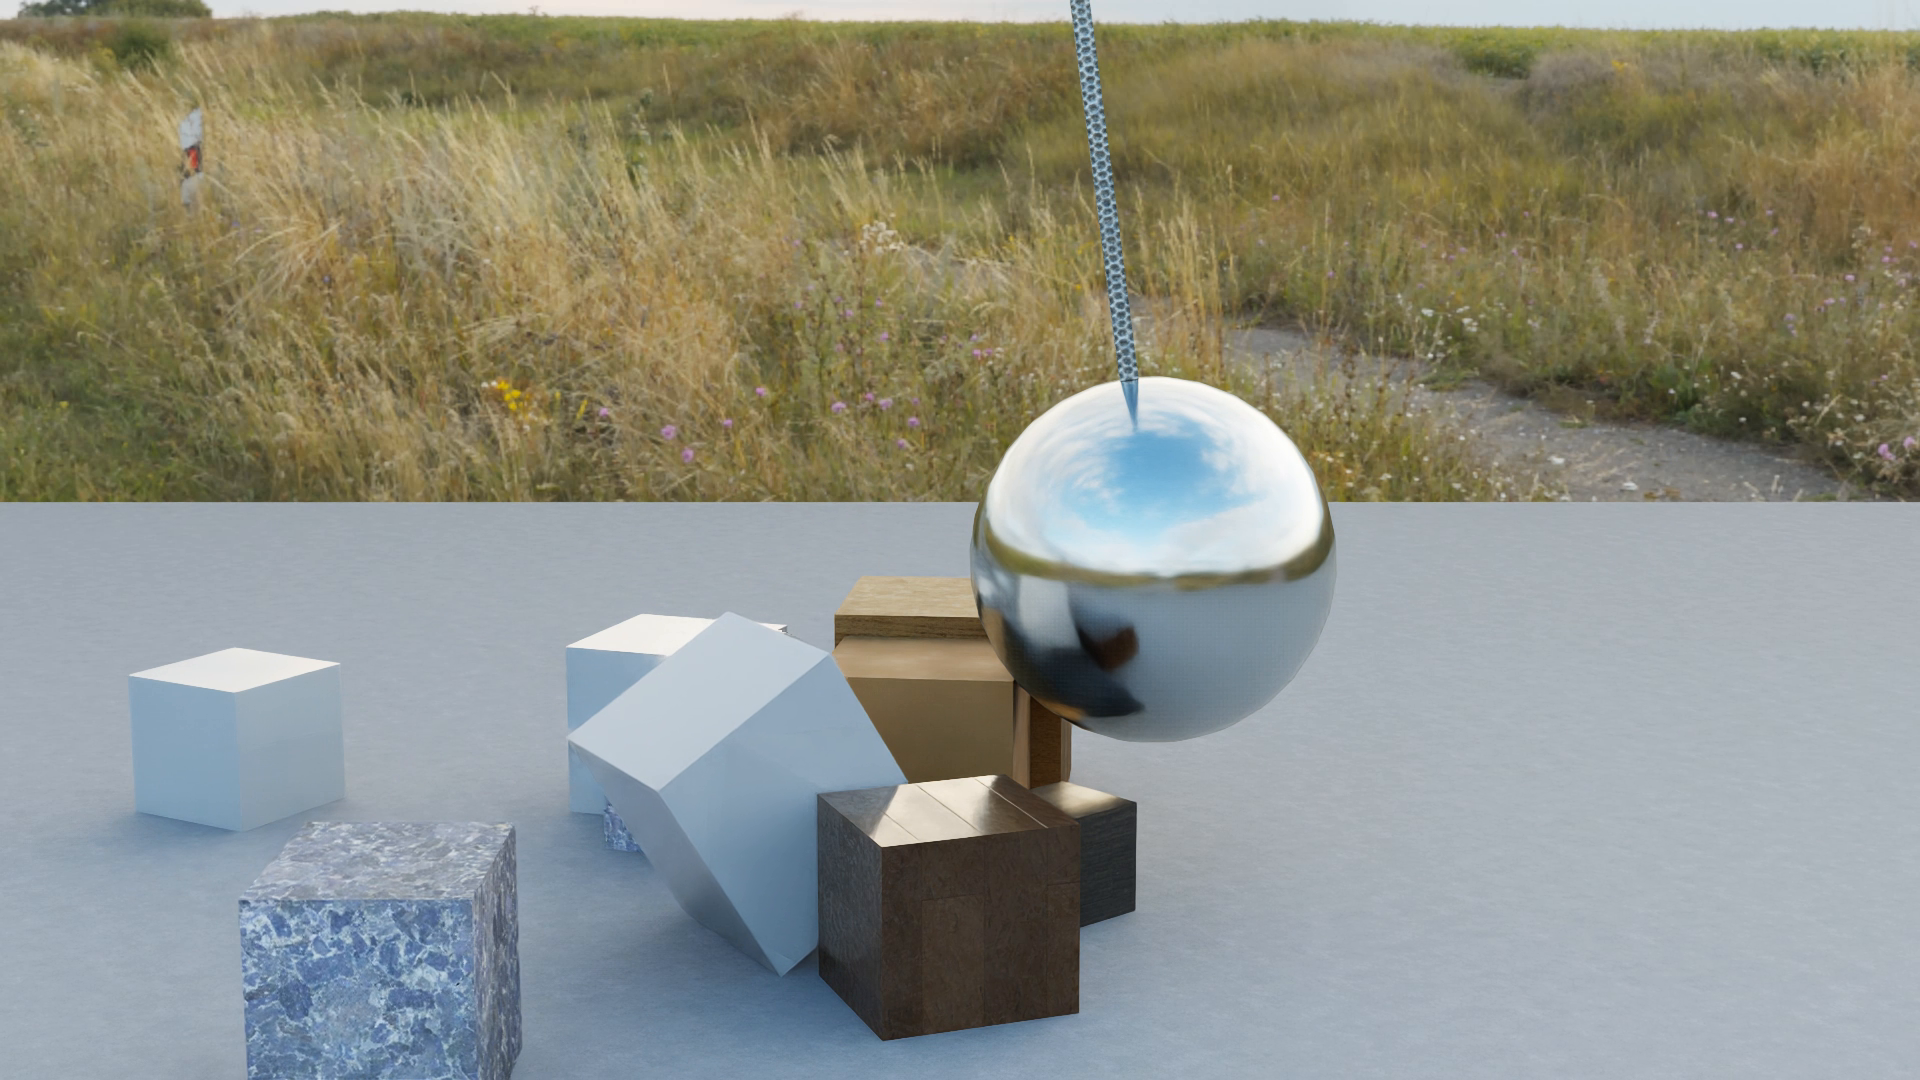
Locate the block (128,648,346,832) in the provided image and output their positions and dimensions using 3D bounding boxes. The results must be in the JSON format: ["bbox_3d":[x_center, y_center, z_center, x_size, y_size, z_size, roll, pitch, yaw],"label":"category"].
[{"bbox_3d":[-3.499,0.954,12.439,0.706,0.672,0.693,6,12,29],"label":"block"}]

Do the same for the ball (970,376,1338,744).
[{"bbox_3d":[0.840,0.085,11.196,1.600,1.600,1.600,0,10,0],"label":"ball"}]

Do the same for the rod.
[{"bbox_3d":[0.364,-3.227,10.594,0.080,5.200,0.080,-8,10,1],"label":"rod"}]

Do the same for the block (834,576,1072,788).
[{"bbox_3d":[-0.012,0.759,12.650,1.079,0.981,0.954,1,10,5],"label":"block"}]

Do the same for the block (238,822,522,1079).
[{"bbox_3d":[-1.973,1.513,8.856,0.757,0.855,0.879,0,10,0],"label":"block"}]

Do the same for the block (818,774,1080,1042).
[{"bbox_3d":[-0.053,1.390,9.851,0.789,0.741,0.750,-4,11,-21],"label":"block"}]

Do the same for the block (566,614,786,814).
[{"bbox_3d":[-1.369,0.865,12.536,0.798,0.813,0.801,4,11,19],"label":"block"}]

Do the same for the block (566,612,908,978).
[{"bbox_3d":[-0.839,1.010,10.434,0.864,0.973,0.930,-39,26,-19],"label":"block"}]

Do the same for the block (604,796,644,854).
[{"bbox_3d":[-1.279,1.118,11.843,0.564,0.564,0.478,4,11,22],"label":"block"}]

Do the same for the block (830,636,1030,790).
[{"bbox_3d":[-0.156,0.969,11.778,0.884,0.879,0.836,1,10,7],"label":"block"}]

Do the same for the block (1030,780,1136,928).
[{"bbox_3d":[0.414,1.340,10.863,0.487,0.477,0.449,-9,14,-41],"label":"block"}]
